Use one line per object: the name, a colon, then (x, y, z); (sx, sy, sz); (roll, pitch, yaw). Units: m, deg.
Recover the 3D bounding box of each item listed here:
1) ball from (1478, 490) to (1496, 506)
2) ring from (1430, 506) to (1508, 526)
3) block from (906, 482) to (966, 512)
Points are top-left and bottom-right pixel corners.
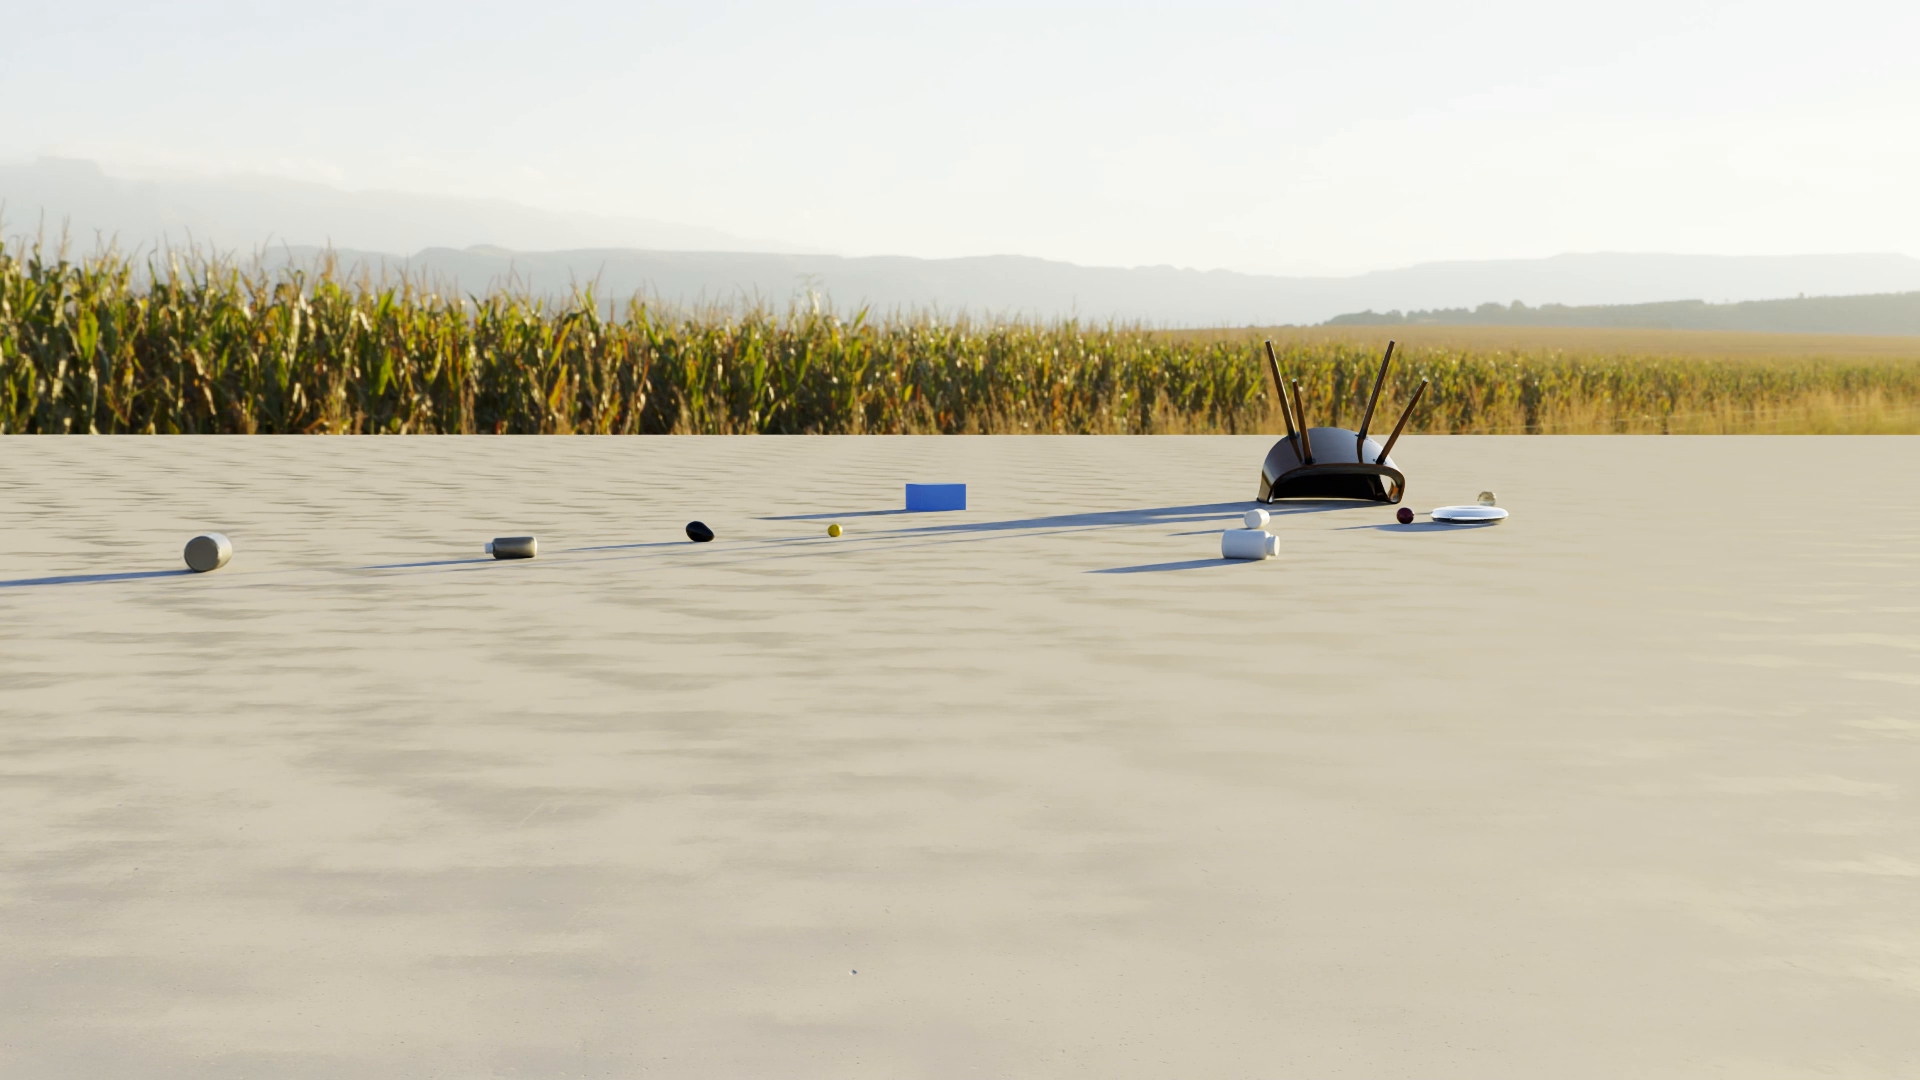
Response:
ball: (1.979, -0.151, 8.254); (0.067, 0.067, 0.067); (0, 4, 0)
ring: (1.705, -0.082, 7.362); (0.258, 0.053, 0.363); (0, 3, 7)
block: (-0.090, -0.162, 8.199); (0.181, 0.096, 0.143); (-2, 4, -26)
